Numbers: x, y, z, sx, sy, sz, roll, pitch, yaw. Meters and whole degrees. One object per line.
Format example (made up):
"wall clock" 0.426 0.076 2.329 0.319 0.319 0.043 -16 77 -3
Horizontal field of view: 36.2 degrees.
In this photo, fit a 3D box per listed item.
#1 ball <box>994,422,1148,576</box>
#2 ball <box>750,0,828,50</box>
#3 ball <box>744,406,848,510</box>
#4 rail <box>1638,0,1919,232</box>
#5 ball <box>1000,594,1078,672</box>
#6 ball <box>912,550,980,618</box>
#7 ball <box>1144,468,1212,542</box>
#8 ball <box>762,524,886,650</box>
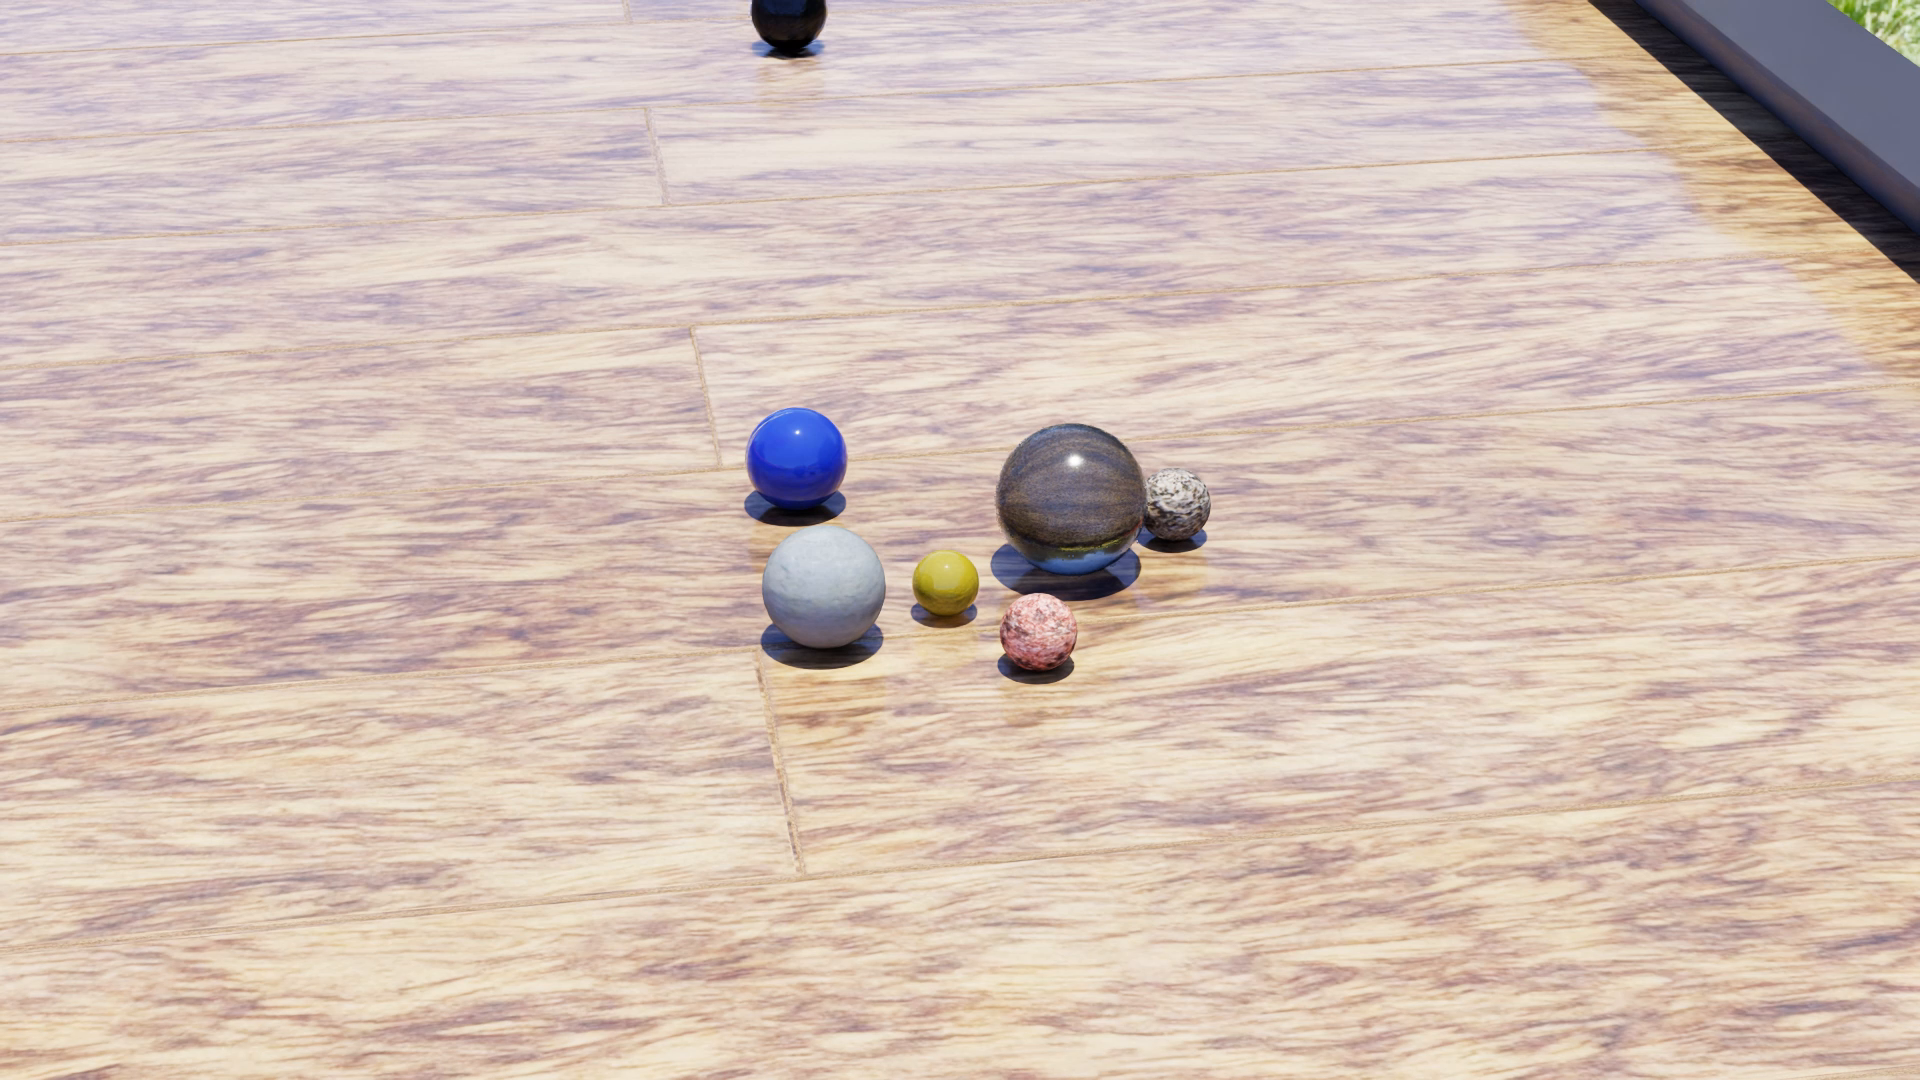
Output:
"ball" 0.070 -0.026 1.857 0.097 0.097 0.097 0 28 0
"ball" -0.163 -0.503 2.796 0.074 0.074 0.074 0 28 0
"ball" -0.108 -0.054 1.941 0.068 0.068 0.068 0 28 0
"rail" 0.701 -0.463 2.660 0.045 0.126 3.252 -4 28 -8
"ball" 0.047 0.055 1.757 0.047 0.047 0.047 0 28 0
"ball" -0.009 0.027 1.816 0.042 0.042 0.042 0 28 0
"ball" 0.139 -0.023 1.905 0.048 0.048 0.048 0 28 0
"ball" -0.082 0.028 1.777 0.075 0.075 0.075 0 28 0
